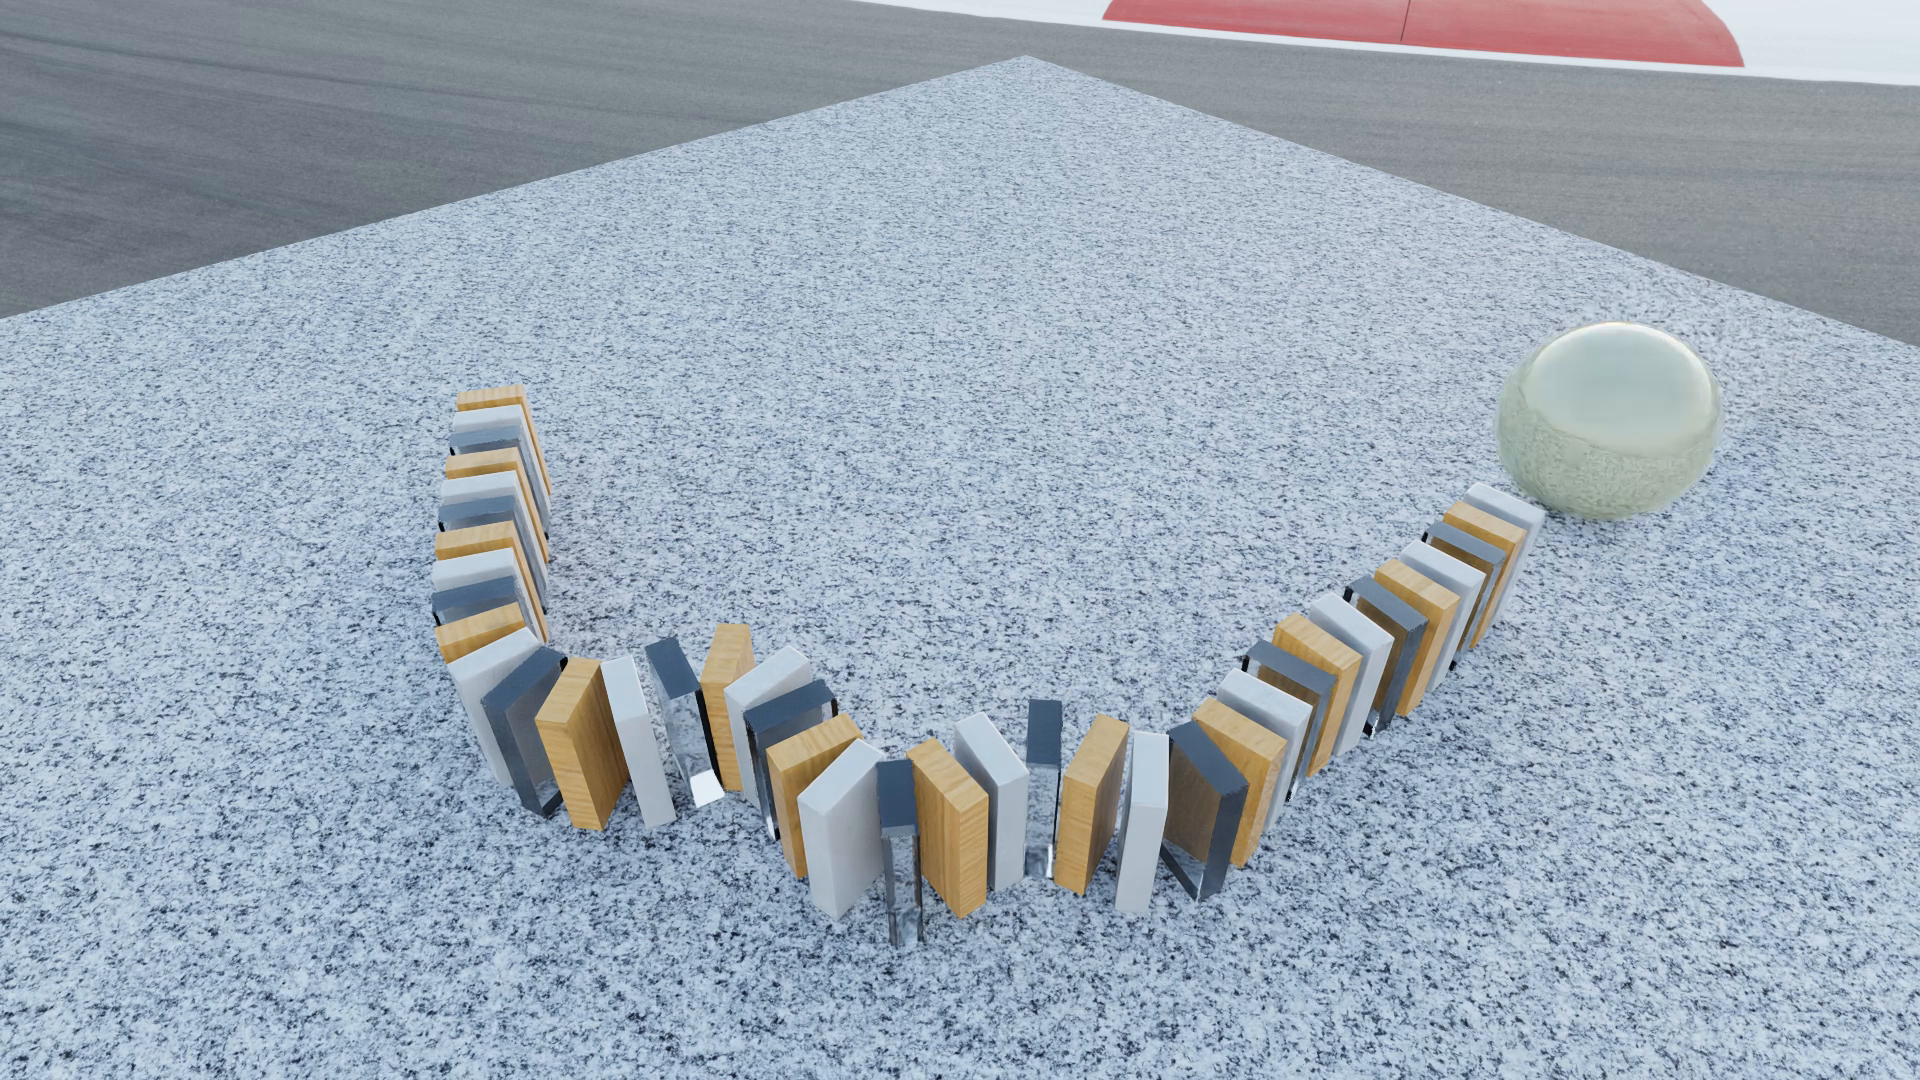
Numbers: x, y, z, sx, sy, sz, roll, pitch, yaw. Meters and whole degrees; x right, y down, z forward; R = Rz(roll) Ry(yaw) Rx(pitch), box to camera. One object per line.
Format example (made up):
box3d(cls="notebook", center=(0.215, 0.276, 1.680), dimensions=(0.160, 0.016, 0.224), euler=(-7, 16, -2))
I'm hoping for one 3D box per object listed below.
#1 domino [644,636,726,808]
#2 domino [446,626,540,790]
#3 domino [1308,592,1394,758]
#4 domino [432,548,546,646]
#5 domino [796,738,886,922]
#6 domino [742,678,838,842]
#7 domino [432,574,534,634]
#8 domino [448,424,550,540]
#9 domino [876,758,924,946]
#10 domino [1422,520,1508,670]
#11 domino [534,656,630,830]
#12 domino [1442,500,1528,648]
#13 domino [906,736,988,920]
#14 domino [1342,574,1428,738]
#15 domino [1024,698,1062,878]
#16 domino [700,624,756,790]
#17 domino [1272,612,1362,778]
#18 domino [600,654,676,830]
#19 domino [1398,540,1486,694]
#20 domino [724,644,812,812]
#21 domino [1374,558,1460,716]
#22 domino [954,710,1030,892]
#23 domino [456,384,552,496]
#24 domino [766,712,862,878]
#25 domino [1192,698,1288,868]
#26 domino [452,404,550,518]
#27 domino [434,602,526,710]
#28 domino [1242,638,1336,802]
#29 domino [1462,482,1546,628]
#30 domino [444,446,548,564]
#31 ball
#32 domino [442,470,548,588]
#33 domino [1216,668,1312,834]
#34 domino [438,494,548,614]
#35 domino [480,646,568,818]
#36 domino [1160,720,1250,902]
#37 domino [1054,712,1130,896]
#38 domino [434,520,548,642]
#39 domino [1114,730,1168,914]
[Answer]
box3d(cls="domino", center=(-0.085, 0.057, 0.342), dimensions=(0.009, 0.050, 0.025), euler=(-20, 43, -22))
box3d(cls="domino", center=(-0.140, 0.053, 0.346), dimensions=(0.025, 0.050, 0.010), euler=(-29, 47, -31))
box3d(cls="domino", center=(0.122, 0.044, 0.358), dimensions=(0.010, 0.050, 0.025), euler=(-22, 44, -24))
box3d(cls="domino", center=(-0.161, 0.027, 0.378), dimensions=(0.025, 0.050, 0.009), euler=(-12, 41, -14))
box3d(cls="domino", center=(-0.032, 0.082, 0.311), dimensions=(0.009, 0.050, 0.025), euler=(25, 45, 27))
box3d(cls="domino", center=(-0.049, 0.067, 0.330), dimensions=(0.025, 0.050, 0.010), euler=(-22, 44, -24))
box3d(cls="domino", center=(-0.155, 0.036, 0.367), dimensions=(0.025, 0.050, 0.009), euler=(-14, 41, -16))
box3d(cls="domino", center=(-0.182, -0.020, 0.436), dimensions=(0.025, 0.050, 0.009), euler=(-9, 40, -11))
box3d(cls="domino", center=(-0.017, 0.087, 0.305), dimensions=(0.010, 0.050, 0.025), euler=(-5, 40, -6))
box3d(cls="domino", center=(0.171, 0.020, 0.387), dimensions=(0.010, 0.050, 0.025), euler=(-32, 49, -33))
box3d(cls="domino", center=(-0.114, 0.063, 0.335), dimensions=(0.009, 0.050, 0.025), euler=(6, 40, 7))
box3d(cls="domino", center=(0.182, 0.013, 0.396), dimensions=(0.025, 0.050, 0.009), euler=(32, 49, 33))
box3d(cls="domino", center=(-0.004, 0.082, 0.311), dimensions=(0.009, 0.050, 0.025), euler=(-25, 46, -27))
box3d(cls="domino", center=(0.135, 0.039, 0.364), dimensions=(0.010, 0.050, 0.025), euler=(-22, 44, -25))
box3d(cls="domino", center=(0.024, 0.073, 0.322), dimensions=(0.010, 0.050, 0.025), euler=(3, 39, 4))
box3d(cls="domino", center=(-0.071, 0.053, 0.347), dimensions=(0.009, 0.050, 0.025), euler=(2, 39, 2))
box3d(cls="domino", center=(0.109, 0.050, 0.351), dimensions=(0.010, 0.050, 0.025), euler=(-27, 46, -29))
box3d(cls="domino", center=(-0.098, 0.062, 0.336), dimensions=(0.009, 0.050, 0.025), euler=(-15, 42, -18))
box3d(cls="domino", center=(0.160, 0.027, 0.379), dimensions=(0.010, 0.050, 0.025), euler=(-31, 48, -32))
box3d(cls="domino", center=(-0.057, 0.059, 0.340), dimensions=(0.009, 0.050, 0.025), euler=(30, 48, 31))
box3d(cls="domino", center=(0.148, 0.033, 0.371), dimensions=(0.009, 0.050, 0.025), euler=(-27, 46, -29))
box3d(cls="domino", center=(0.008, 0.076, 0.318), dimensions=(0.010, 0.050, 0.025), euler=(-19, 43, -22))
box3d(cls="domino", center=(-0.190, -0.040, 0.460), dimensions=(0.025, 0.050, 0.009), euler=(-10, 40, -12))
box3d(cls="domino", center=(-0.040, 0.075, 0.320), dimensions=(0.025, 0.050, 0.009), euler=(-22, 44, -25))
box3d(cls="domino", center=(0.078, 0.072, 0.324), dimensions=(0.025, 0.050, 0.009), euler=(29, 48, 31))
box3d(cls="domino", center=(-0.186, -0.030, 0.448), dimensions=(0.025, 0.050, 0.010), euler=(-9, 40, -11))
box3d(cls="domino", center=(-0.149, 0.045, 0.356), dimensions=(0.025, 0.050, 0.009), euler=(-19, 43, -22))
box3d(cls="domino", center=(0.098, 0.057, 0.342), dimensions=(0.025, 0.050, 0.009), euler=(29, 48, 31))
box3d(cls="domino", center=(0.193, 0.006, 0.404), dimensions=(0.009, 0.050, 0.025), euler=(-32, 49, -33))
box3d(cls="domino", center=(-0.178, -0.011, 0.425), dimensions=(0.025, 0.050, 0.009), euler=(-10, 40, -11))
box3d(cls="ball", center=(0.262, -0.048, 0.447), dimensions=(0.080, 0.080, 0.080), euler=(0, 39, 0))
box3d(cls="domino", center=(-0.174, -0.001, 0.413), dimensions=(0.025, 0.050, 0.009), euler=(-10, 40, -12))
box3d(cls="domino", center=(0.088, 0.064, 0.333), dimensions=(0.025, 0.050, 0.009), euler=(27, 46, 29))
box3d(cls="domino", center=(-0.170, 0.008, 0.402), dimensions=(0.025, 0.050, 0.010), euler=(-10, 40, -12))
box3d(cls="domino", center=(-0.128, 0.060, 0.339), dimensions=(0.010, 0.050, 0.025), euler=(18, 43, 21))
box3d(cls="domino", center=(0.067, 0.078, 0.316), dimensions=(0.009, 0.050, 0.025), euler=(-18, 43, -20))
box3d(cls="domino", center=(0.038, 0.077, 0.318), dimensions=(0.010, 0.050, 0.025), euler=(18, 43, 21))
box3d(cls="domino", center=(-0.165, 0.018, 0.390), dimensions=(0.025, 0.050, 0.009), euler=(-11, 41, -13))
box3d(cls="domino", center=(0.051, 0.081, 0.313), dimensions=(0.010, 0.050, 0.025), euler=(6, 40, 7))
